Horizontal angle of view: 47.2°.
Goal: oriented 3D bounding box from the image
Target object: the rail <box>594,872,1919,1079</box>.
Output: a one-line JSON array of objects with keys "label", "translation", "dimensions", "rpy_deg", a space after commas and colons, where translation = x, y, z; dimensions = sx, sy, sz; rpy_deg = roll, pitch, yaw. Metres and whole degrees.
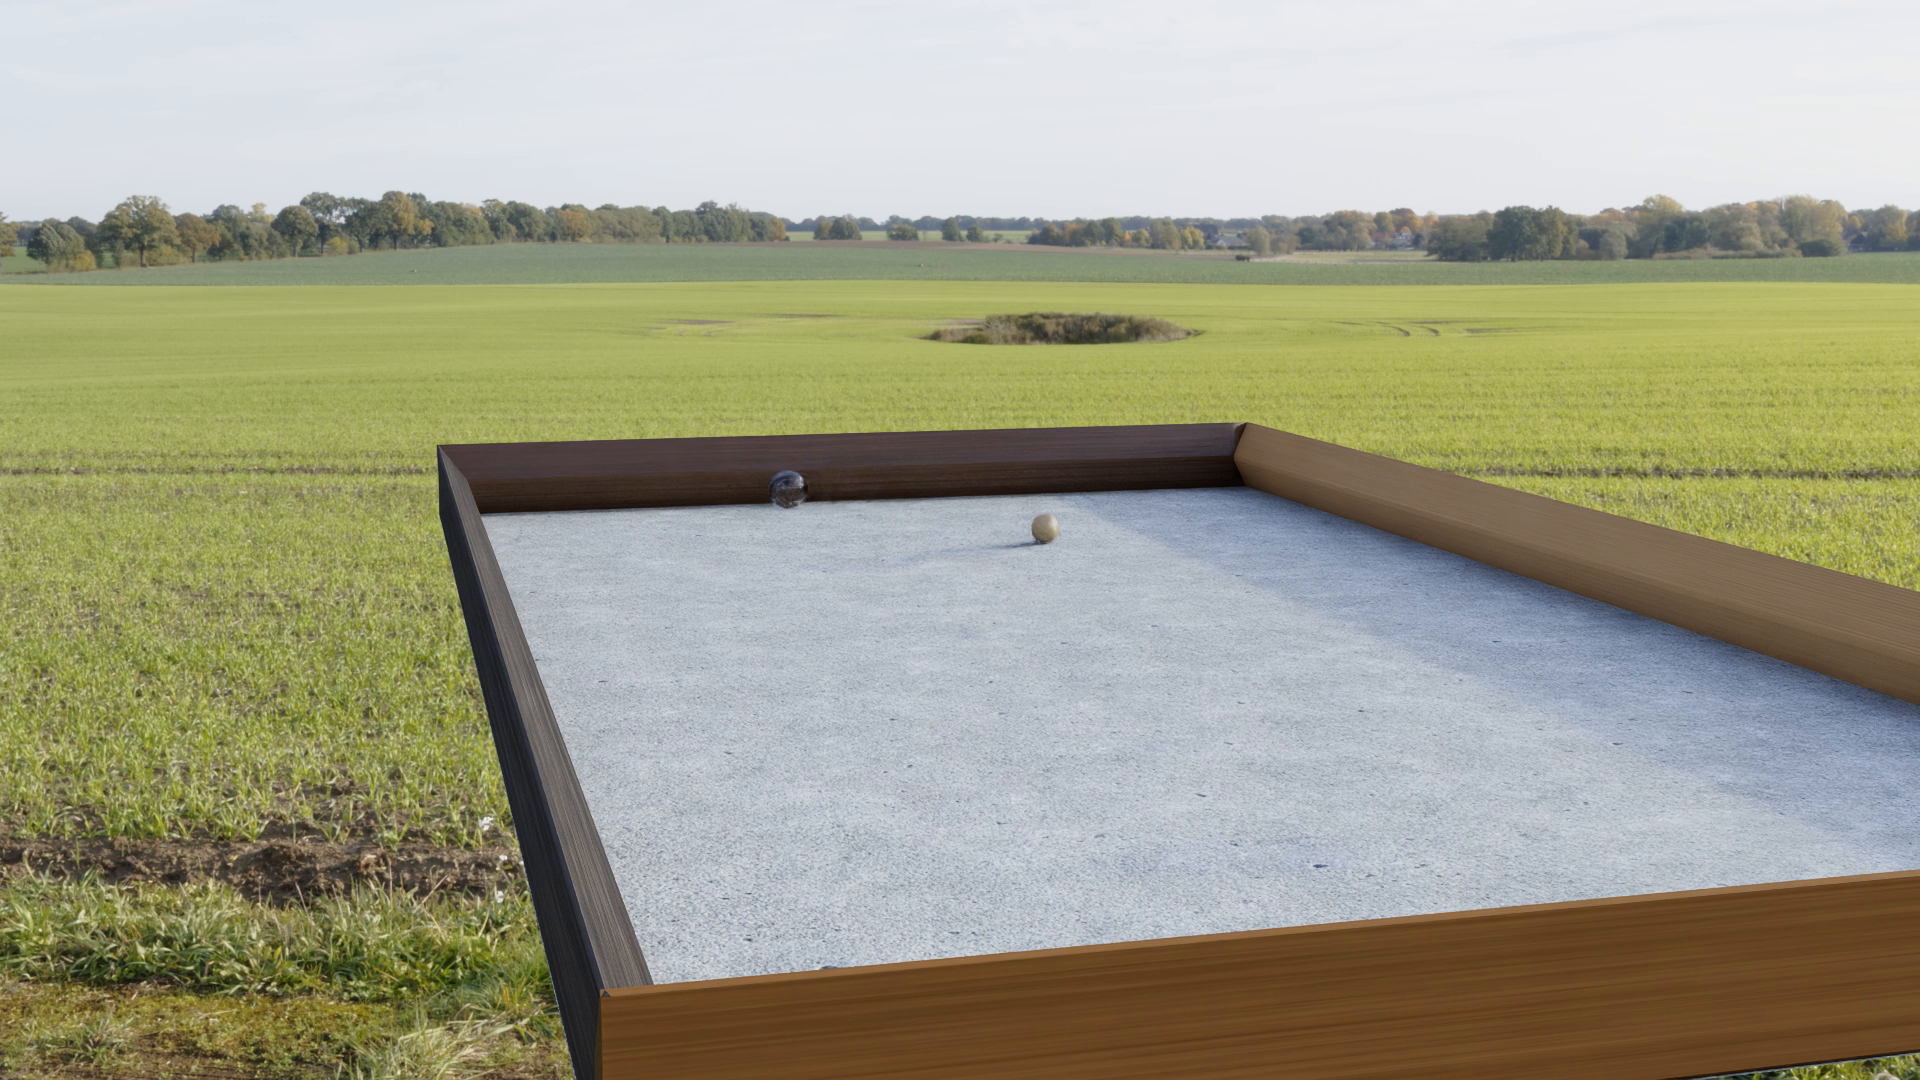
[{"label": "rail", "translation": [0.508, 0.259, 1.353], "dimensions": [1.450, 0.117, 0.045], "rpy_deg": [-2, 9, -15]}]

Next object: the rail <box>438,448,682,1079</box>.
[{"label": "rail", "translation": [-0.506, 0.095, 2.414], "dimensions": [0.045, 0.117, 2.647], "rpy_deg": [-2, 9, -15]}]

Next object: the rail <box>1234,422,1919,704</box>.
[{"label": "rail", "translation": [0.849, 0.039, 2.773], "dimensions": [0.045, 0.117, 2.647], "rpy_deg": [-2, 9, -15]}]

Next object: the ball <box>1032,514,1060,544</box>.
[{"label": "ball", "translation": [0.131, -0.017, 3.375], "dimensions": [0.044, 0.044, 0.044], "rpy_deg": [0, 9, 0]}]

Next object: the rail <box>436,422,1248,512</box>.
[{"label": "rail", "translation": [-0.165, -0.126, 3.834], "dimensions": [1.450, 0.117, 0.045], "rpy_deg": [-2, 9, -15]}]

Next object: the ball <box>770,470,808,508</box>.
[{"label": "ball", "translation": [-0.293, -0.087, 3.757], "dimensions": [0.066, 0.066, 0.066], "rpy_deg": [0, 9, 0]}]
